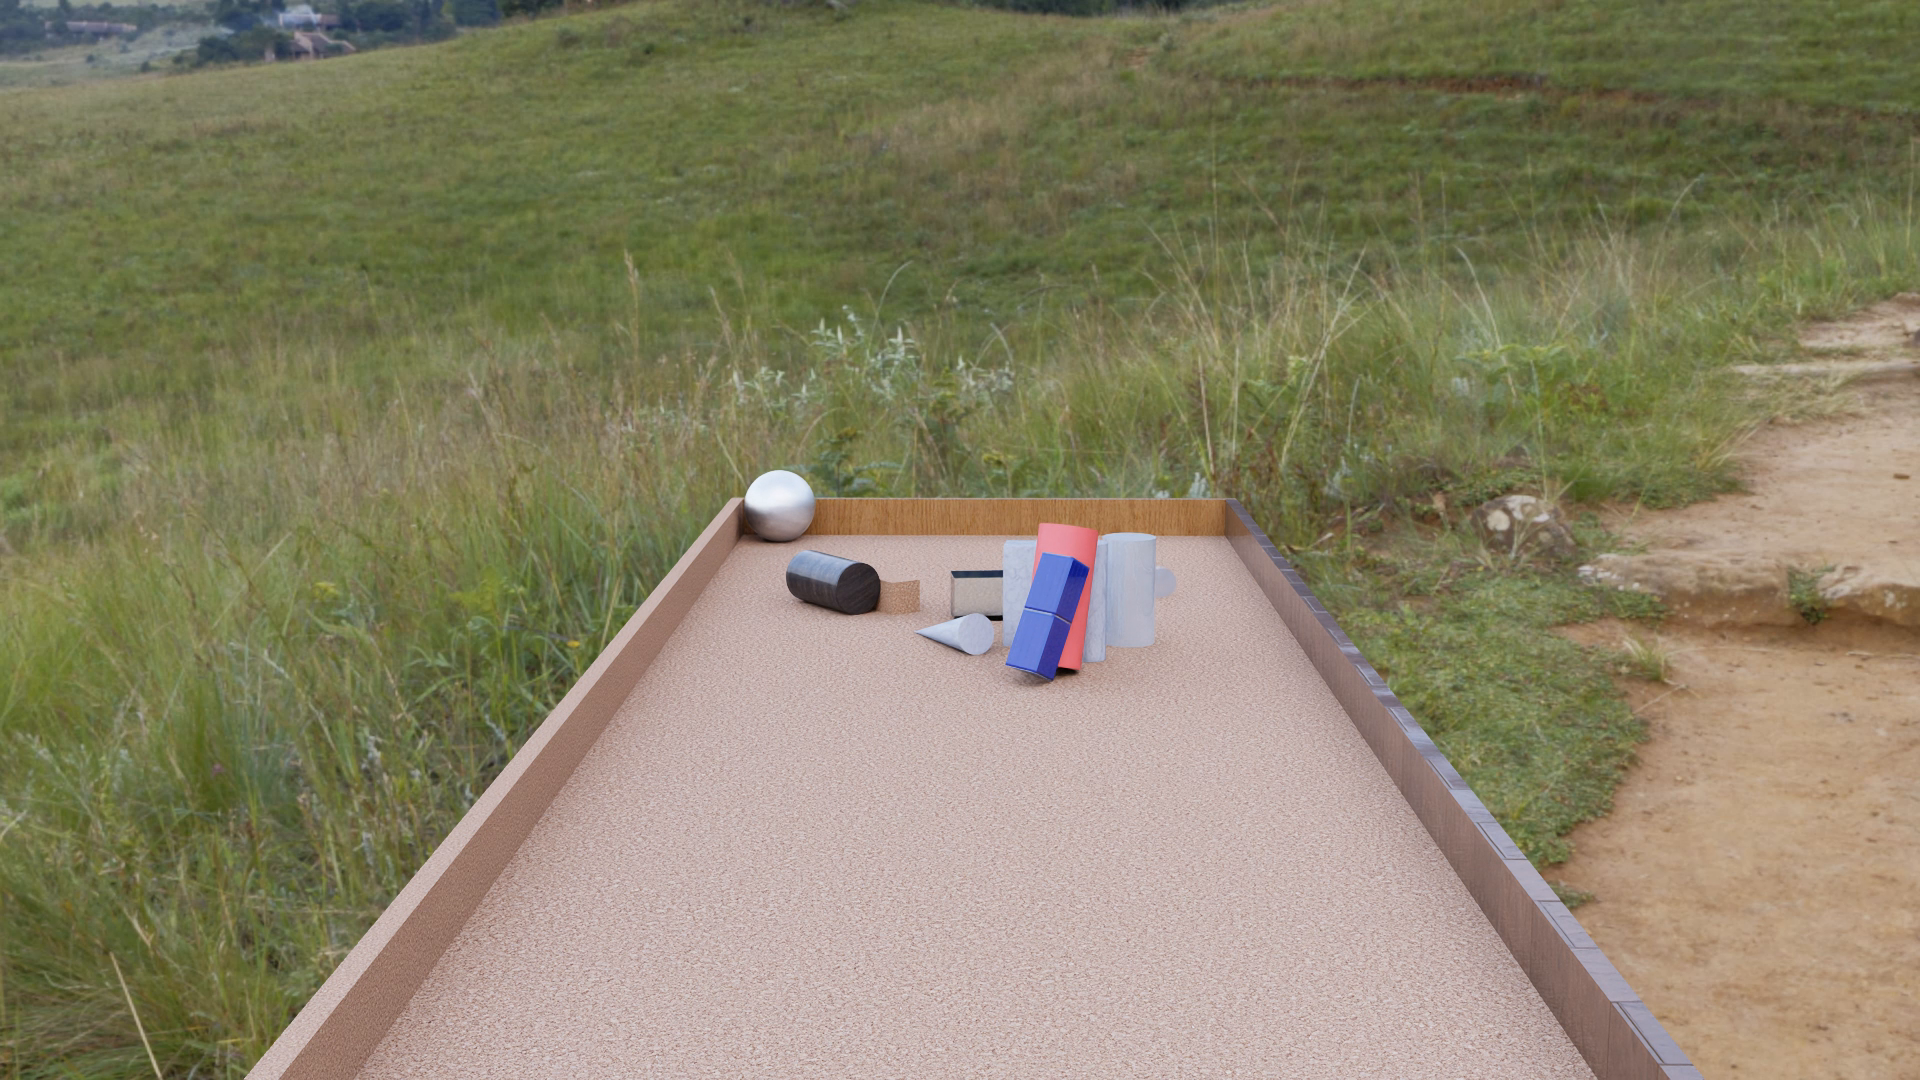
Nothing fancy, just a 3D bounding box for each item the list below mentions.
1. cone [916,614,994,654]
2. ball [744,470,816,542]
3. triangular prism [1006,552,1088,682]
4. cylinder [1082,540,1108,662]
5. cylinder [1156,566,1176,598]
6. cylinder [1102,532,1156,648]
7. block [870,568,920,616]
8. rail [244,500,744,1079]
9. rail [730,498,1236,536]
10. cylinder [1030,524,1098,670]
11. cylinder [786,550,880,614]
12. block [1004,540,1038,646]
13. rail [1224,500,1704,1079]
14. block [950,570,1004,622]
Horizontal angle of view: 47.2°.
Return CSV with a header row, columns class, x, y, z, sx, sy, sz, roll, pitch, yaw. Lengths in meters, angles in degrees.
class,x,y,z,sx,sy,sz,roll,pitch,yaw
cone,-0.051,0.294,6.950,0.129,0.129,0.410,-5,1,-29
ball,-0.734,-0.139,8.958,0.290,0.290,0.290,0,9,0
triangular prism,0.242,0.215,6.389,0.125,0.351,0.144,16,-6,26
cylinder,0.386,0.184,6.694,0.122,0.359,0.122,1,8,0
cylinder,0.619,0.120,7.910,0.107,0.107,0.439,-4,10,-24
cylinder,0.532,0.157,6.944,0.169,0.337,0.169,0,9,0
block,-0.299,0.168,7.600,0.110,0.110,0.412,-6,11,-34
rail,-1.004,0.839,3.234,0.050,0.150,12.000,0,9,1
rail,0.099,-0.098,9.147,2.100,0.150,0.050,0,9,1
cylinder,0.296,0.168,6.525,0.179,0.414,0.179,8,-4,0
cylinder,-0.436,0.143,7.538,0.178,0.178,0.328,-6,11,-35
block,0.203,0.168,6.932,0.123,0.319,0.123,1,9,6
rail,1.046,0.843,3.208,0.050,0.150,12.000,0,9,1
block,0.170,0.185,7.376,0.392,0.146,0.146,-1,9,-5
